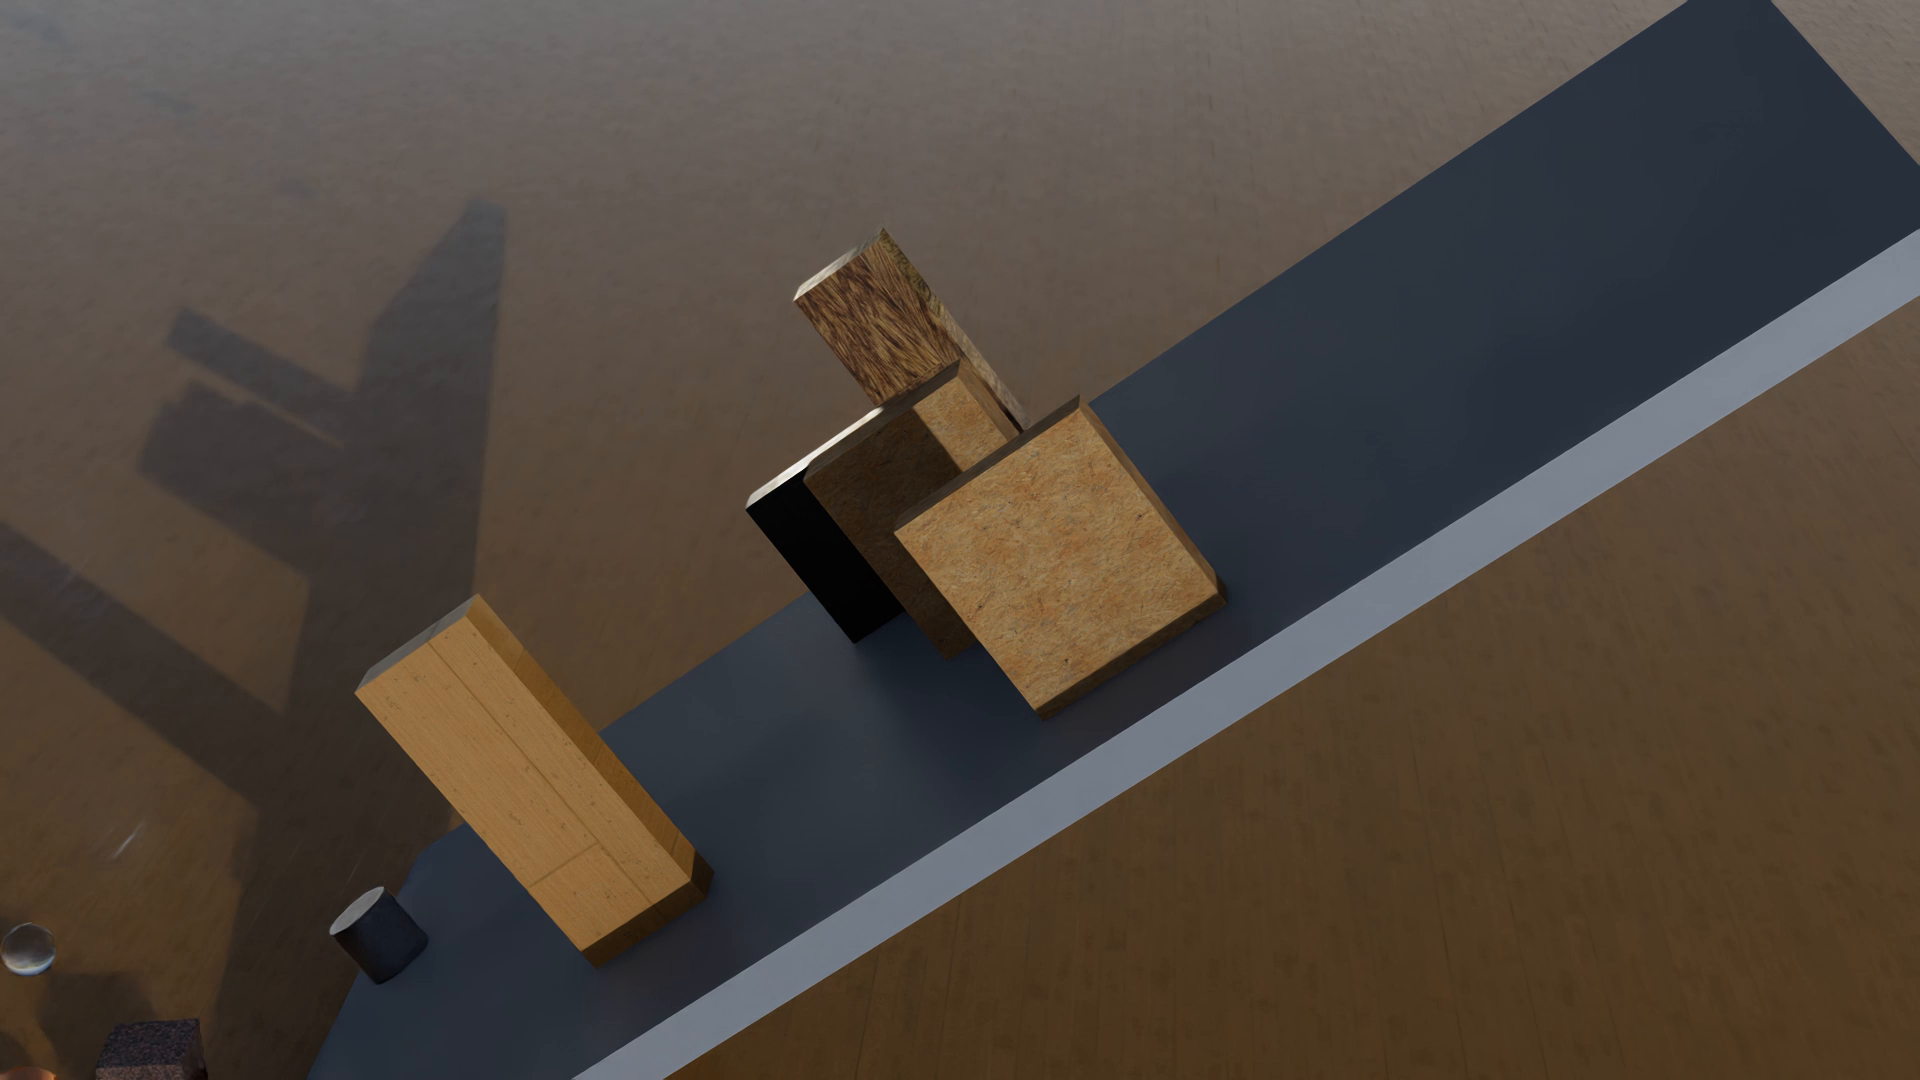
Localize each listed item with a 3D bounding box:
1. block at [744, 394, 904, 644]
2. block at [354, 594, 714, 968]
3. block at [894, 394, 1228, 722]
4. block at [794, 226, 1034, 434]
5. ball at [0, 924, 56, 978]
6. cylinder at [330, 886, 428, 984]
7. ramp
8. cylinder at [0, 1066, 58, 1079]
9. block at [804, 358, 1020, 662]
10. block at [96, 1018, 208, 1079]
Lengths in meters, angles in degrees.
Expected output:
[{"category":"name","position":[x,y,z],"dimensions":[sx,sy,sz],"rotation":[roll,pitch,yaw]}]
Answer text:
[{"category":"block","position":[-0.193,-0.045,6.719],"dimensions":[0.427,0.410,0.091],"rotation":[-34,16,16]},{"category":"block","position":[-0.861,0.497,5.995],"dimensions":[0.294,0.768,0.114],"rotation":[-34,16,16]},{"category":"block","position":[0.190,0.037,5.506],"dimensions":[0.424,0.473,0.081],"rotation":[-34,16,16]},{"category":"block","position":[-0.078,-0.381,6.907],"dimensions":[0.247,0.682,0.117],"rotation":[-34,16,16]},{"category":"ball","position":[-2.322,1.023,7.335],"dimensions":[0.134,0.134,0.134],"rotation":[0,22,0]},{"category":"cylinder","position":[-1.390,0.945,7.038],"dimensions":[0.166,0.166,0.166],"rotation":[-35,16,11]},{"category":"ramp","position":[0.131,0.177,6.317],"dimensions":[4.000,0.100,2.000],"rotation":[-34,16,16]},{"category":"cylinder","position":[-2.101,1.298,6.608],"dimensions":[0.165,0.165,0.165],"rotation":[-5,25,-12]},{"category":"block","position":[-0.013,-0.061,6.188],"dimensions":[0.401,0.501,0.119],"rotation":[-34,16,16]},{"category":"block","position":[-1.845,1.235,6.728],"dimensions":[0.194,0.194,0.194],"rotation":[-3,22,-2]}]
